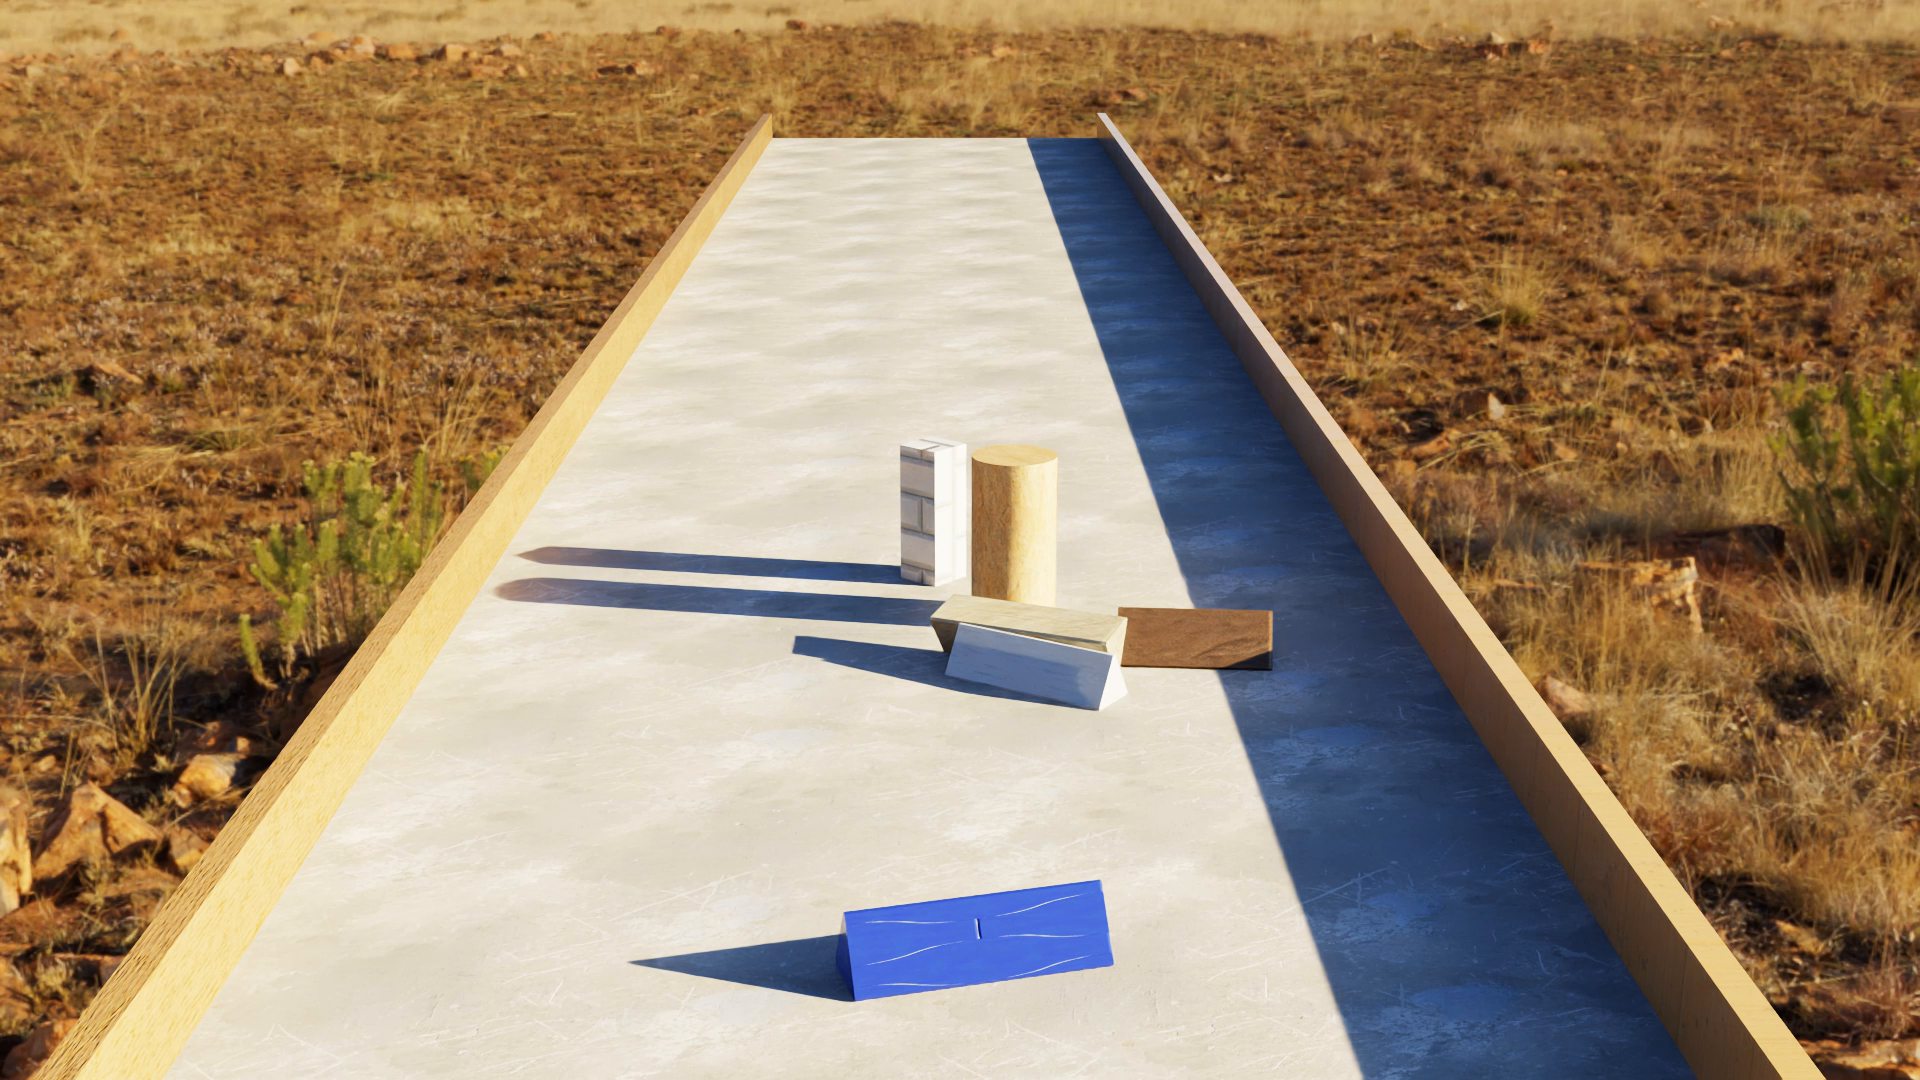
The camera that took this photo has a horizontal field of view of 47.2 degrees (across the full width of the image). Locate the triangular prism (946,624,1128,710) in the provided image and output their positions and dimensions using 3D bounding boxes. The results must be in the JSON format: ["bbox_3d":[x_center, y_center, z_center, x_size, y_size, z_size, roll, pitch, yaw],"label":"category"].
[{"bbox_3d":[0.146,0.235,4.262,0.348,0.094,0.108,10,19,31],"label":"triangular prism"}]

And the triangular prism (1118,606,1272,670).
[{"bbox_3d":[0.470,0.187,4.405,0.307,0.104,0.120,1,17,4],"label":"triangular prism"}]

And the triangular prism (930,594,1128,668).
[{"bbox_3d":[0.142,0.173,4.372,0.373,0.119,0.103,7,55,23],"label":"triangular prism"}]

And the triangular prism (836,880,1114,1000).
[{"bbox_3d":[0.021,0.559,3.152,0.382,0.106,0.122,-5,17,-15],"label":"triangular prism"}]

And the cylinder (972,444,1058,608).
[{"bbox_3d":[0.113,-0.005,4.617,0.180,0.357,0.180,0,17,0],"label":"cylinder"}]

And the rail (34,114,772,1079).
[{"bbox_3d":[-1.118,-0.838,7.780,0.050,0.150,12.000,0,17,-1],"label":"rail"}]

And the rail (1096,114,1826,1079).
[{"bbox_3d":[0.932,-0.844,7.801,0.050,0.150,12.000,0,17,-1],"label":"rail"}]

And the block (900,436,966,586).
[{"bbox_3d":[-0.060,-0.064,4.904,0.104,0.307,0.104,14,22,39],"label":"block"}]
